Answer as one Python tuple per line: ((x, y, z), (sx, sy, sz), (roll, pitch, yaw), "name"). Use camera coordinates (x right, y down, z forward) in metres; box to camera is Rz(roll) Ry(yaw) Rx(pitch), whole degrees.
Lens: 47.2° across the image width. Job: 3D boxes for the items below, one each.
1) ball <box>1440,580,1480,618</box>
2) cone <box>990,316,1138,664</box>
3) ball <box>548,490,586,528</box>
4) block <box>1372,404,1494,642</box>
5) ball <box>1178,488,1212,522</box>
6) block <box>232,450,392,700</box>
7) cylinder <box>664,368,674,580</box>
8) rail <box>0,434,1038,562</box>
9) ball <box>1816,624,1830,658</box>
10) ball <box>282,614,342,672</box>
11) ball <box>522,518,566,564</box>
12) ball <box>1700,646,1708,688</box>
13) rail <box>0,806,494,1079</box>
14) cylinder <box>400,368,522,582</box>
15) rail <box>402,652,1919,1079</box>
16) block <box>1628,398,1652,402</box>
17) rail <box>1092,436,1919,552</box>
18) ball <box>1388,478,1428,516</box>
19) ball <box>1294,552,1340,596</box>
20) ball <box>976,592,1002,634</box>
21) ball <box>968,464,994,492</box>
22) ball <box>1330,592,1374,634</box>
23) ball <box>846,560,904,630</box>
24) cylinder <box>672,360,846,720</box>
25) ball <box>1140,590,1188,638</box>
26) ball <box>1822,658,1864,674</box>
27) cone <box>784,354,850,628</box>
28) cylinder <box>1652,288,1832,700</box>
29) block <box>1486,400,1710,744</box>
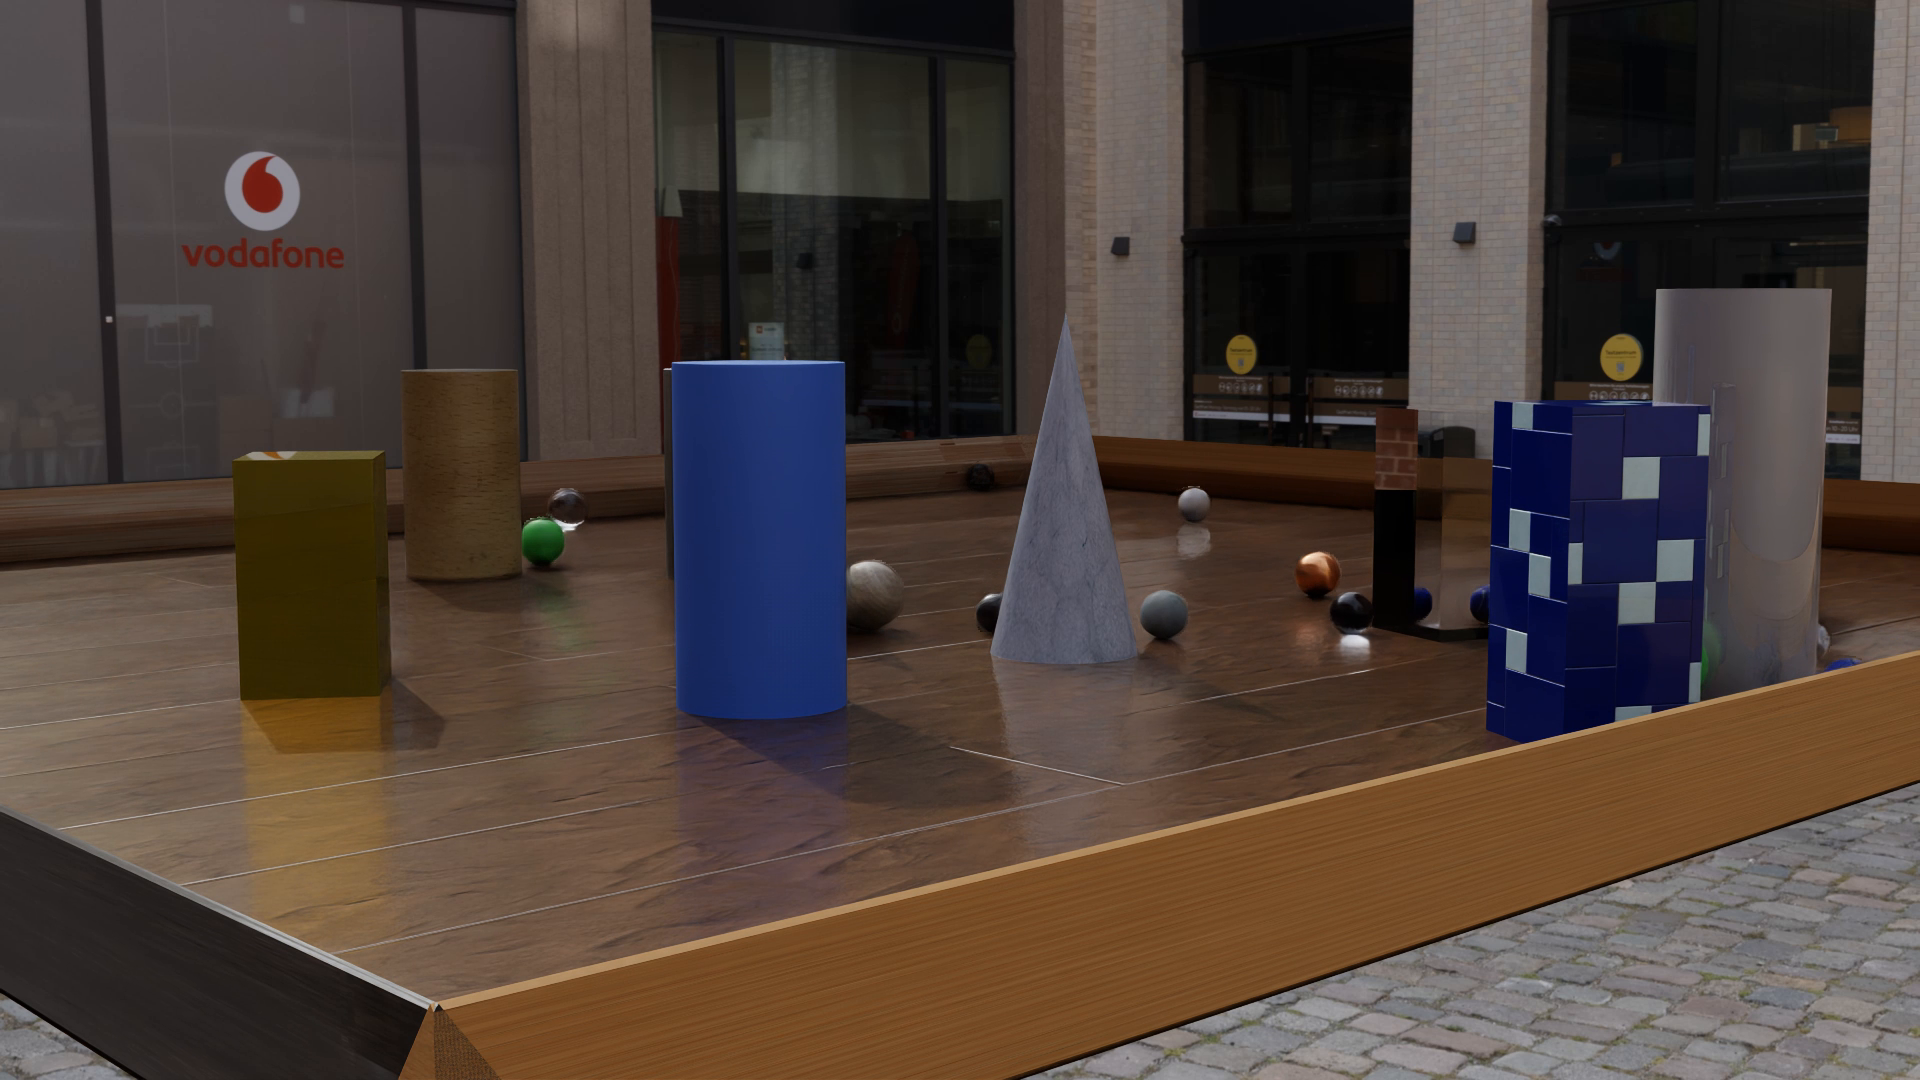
((0.723, 0.085, 3.177), (0.056, 0.056, 0.056), (0, 6, 0), "ball")
((0.135, -0.073, 2.841), (0.193, 0.440, 0.193), (0, 6, 0), "cone")
((-0.799, -0.063, 4.477), (0.077, 0.077, 0.077), (0, 6, 0), "ball")
((0.680, -0.027, 3.033), (0.154, 0.309, 0.154), (-3, 7, -24), "block")
((0.491, -0.073, 4.606), (0.071, 0.071, 0.071), (0, 6, 0), "ball")
((-0.758, 0.037, 2.584), (0.154, 0.274, 0.154), (-1, 6, -9), "block")
((-0.394, -0.111, 3.657), (0.193, 0.345, 0.193), (0, 6, 0), "cylinder")
((-1.034, -0.085, 4.447), (3.516, 0.125, 0.045), (-6, 8, -42), "rail")
((1.083, 0.128, 2.803), (0.048, 0.048, 0.048), (0, 6, 0), "ball")
((-0.796, 0.127, 2.702), (0.072, 0.072, 0.072), (0, 6, 0), "ball")
((-0.730, 0.003, 3.837), (0.080, 0.080, 0.080), (0, 6, 0), "ball")
((0.807, 0.142, 2.500), (0.084, 0.084, 0.084), (0, 6, 0), "ball")
((-1.274, 0.156, 2.162), (0.045, 0.125, 3.098), (-6, 8, -42), "rail")
((-0.834, -0.112, 3.681), (0.193, 0.342, 0.193), (0, 6, 0), "cylinder")
((1.034, 0.150, 2.217), (3.516, 0.125, 0.045), (-6, 8, -42), "rail")
((1.081, -0.055, 3.303), (0.154, 0.306, 0.154), (2, 6, 15), "block")
((1.274, -0.090, 4.502), (0.045, 0.125, 3.098), (-6, 8, -42), "rail")
((0.967, -0.093, 4.746), (0.082, 0.082, 0.082), (0, 6, 0), "ball")
((0.554, 0.053, 3.415), (0.070, 0.070, 0.070), (0, 6, 0), "ball")
((0.049, 0.101, 3.027), (0.056, 0.056, 0.056), (0, 6, 0), "ball")
((0.052, -0.153, 5.386), (0.067, 0.067, 0.067), (0, 6, 0), "ball")
((0.536, 0.100, 3.011), (0.060, 0.060, 0.060), (0, 6, 0), "ball")
((-0.127, 0.077, 3.055), (0.096, 0.096, 0.096), (0, 6, 0), "ball")
((-0.224, -0.006, 2.469), (0.193, 0.385, 0.193), (0, 6, 0), "cylinder")
((0.276, 0.101, 2.983), (0.065, 0.065, 0.065), (0, 6, 0), "ball")
((0.985, 0.161, 2.438), (0.059, 0.059, 0.059), (0, 6, 0), "ball")
((-0.246, -0.071, 3.104), (0.193, 0.381, 0.193), (0, 6, 0), "cone")
((0.908, -0.059, 2.575), (0.193, 0.467, 0.193), (0, 6, 0), "cylinder")
((0.653, 0.034, 2.263), (0.154, 0.349, 0.154), (-2, 6, -15), "block")
